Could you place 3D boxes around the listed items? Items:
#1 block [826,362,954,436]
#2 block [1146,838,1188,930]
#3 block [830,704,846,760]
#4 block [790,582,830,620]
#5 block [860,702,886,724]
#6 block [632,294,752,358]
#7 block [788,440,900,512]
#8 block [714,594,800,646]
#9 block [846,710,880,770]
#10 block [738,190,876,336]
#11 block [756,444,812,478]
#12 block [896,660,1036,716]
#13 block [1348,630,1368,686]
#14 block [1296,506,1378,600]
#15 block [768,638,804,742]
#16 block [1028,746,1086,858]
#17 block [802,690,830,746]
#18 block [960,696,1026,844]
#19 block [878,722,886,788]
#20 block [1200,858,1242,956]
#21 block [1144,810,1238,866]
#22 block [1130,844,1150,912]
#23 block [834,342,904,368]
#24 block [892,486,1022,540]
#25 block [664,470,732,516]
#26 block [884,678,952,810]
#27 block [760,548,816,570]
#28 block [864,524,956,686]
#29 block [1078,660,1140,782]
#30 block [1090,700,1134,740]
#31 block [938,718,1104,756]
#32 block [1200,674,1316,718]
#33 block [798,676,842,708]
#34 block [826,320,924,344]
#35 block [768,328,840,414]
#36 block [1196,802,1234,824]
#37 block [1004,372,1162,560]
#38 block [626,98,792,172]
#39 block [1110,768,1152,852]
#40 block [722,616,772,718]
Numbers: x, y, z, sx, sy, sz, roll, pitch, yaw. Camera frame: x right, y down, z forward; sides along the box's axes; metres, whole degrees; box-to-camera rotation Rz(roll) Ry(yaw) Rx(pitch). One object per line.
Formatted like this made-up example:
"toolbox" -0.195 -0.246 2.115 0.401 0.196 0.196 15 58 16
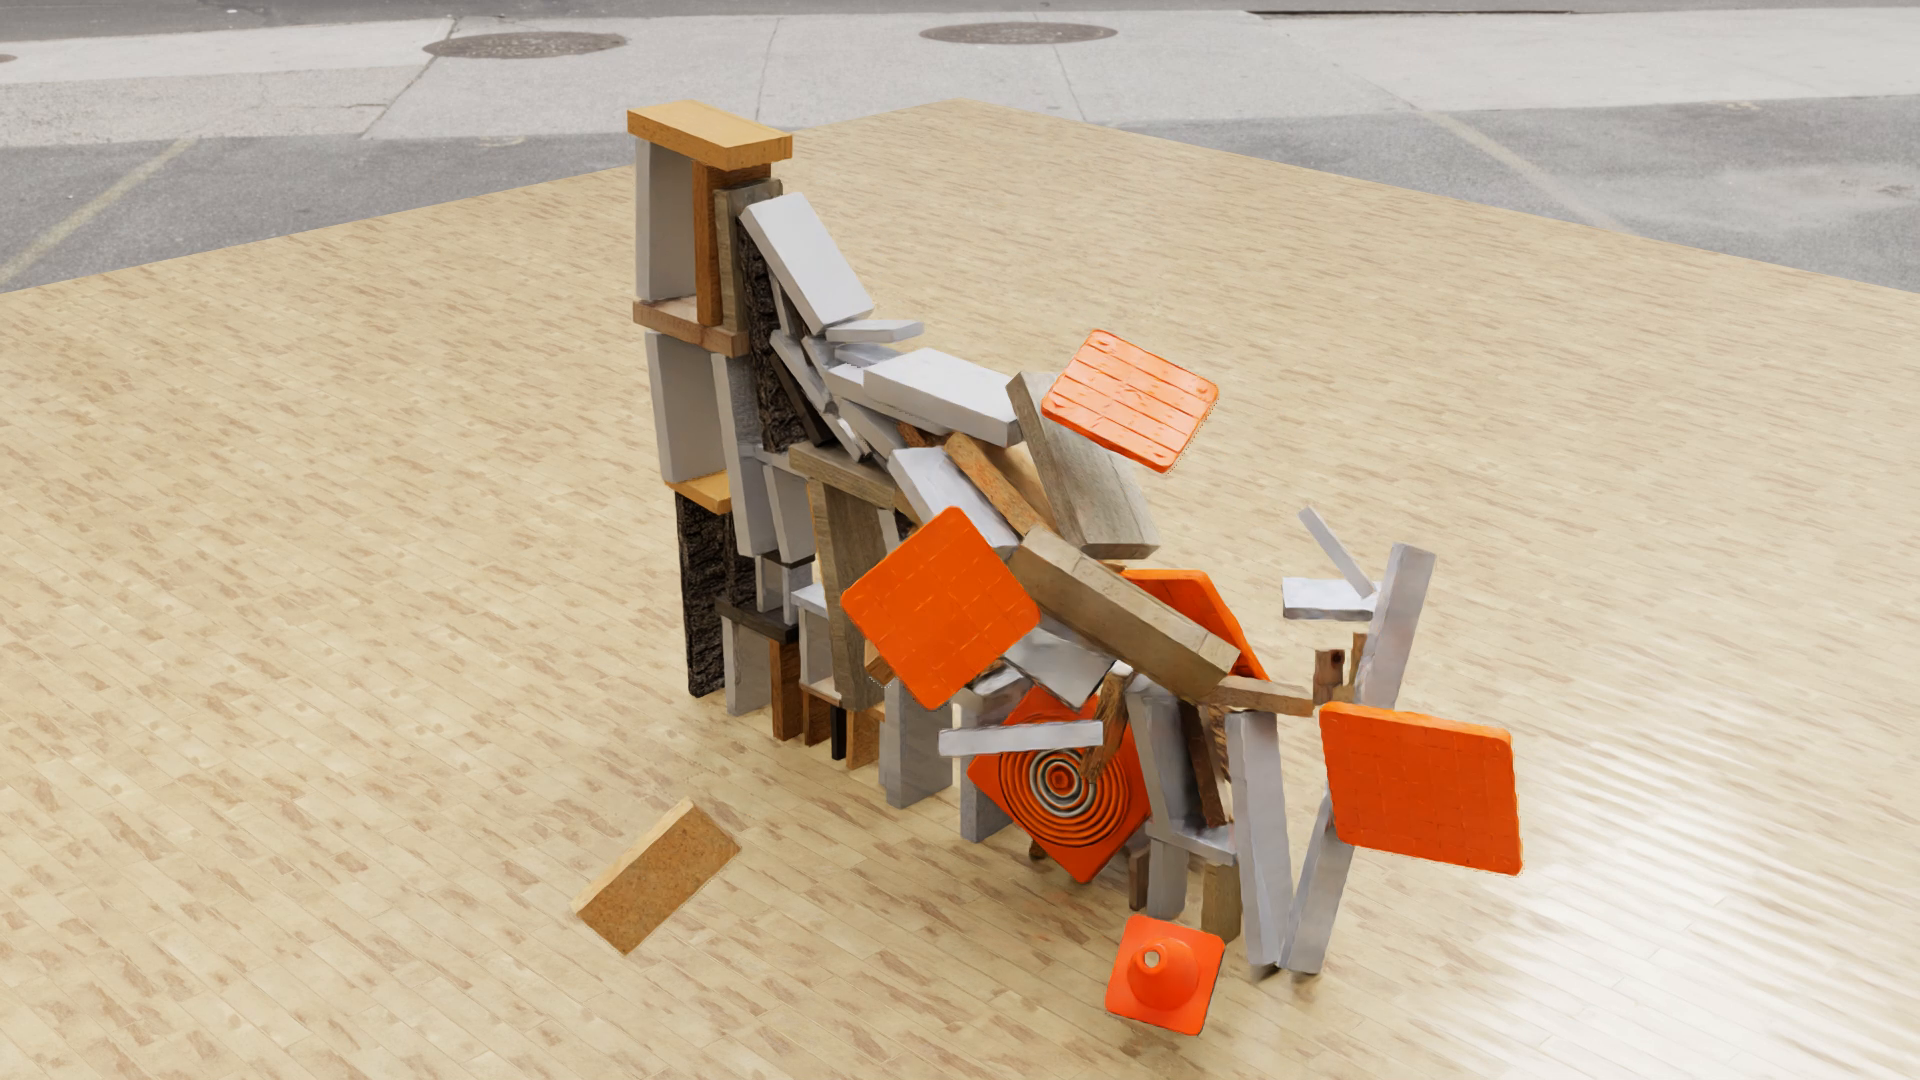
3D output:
"block" -0.096 -0.282 4.180 0.298 0.042 0.149 23 35 36
"block" 0.385 0.618 4.065 0.026 0.186 0.093 18 29 34
"block" -0.243 0.396 4.659 0.019 0.131 0.066 21 31 41
"block" -0.270 0.132 4.575 0.079 0.022 0.158 -21 31 -40
"block" -0.167 0.338 4.550 0.075 0.021 0.150 -21 31 -40
"block" -0.516 -0.457 4.577 0.326 0.046 0.163 22 32 40
"block" -0.176 -0.141 4.345 0.159 0.045 0.319 -20 31 -39
"block" -0.408 0.158 4.739 0.118 0.034 0.237 -21 31 -41
"block" -0.204 0.402 4.619 0.075 0.150 0.021 -21 34 -41
"block" -0.299 -0.545 4.319 0.143 0.040 0.285 -24 77 -41
"block" -0.313 -0.167 4.503 0.104 0.029 0.207 -21 31 -40
"block" -0.011 0.255 4.341 0.299 0.042 0.149 21 31 40
"block" 0.715 0.211 3.894 0.050 0.101 0.014 -4 13 -38
"block" 0.645 0.021 3.755 0.026 0.183 0.091 -38 -8 11
"block" -0.351 0.304 4.740 0.034 0.237 0.118 21 31 41
"block" 0.206 0.494 4.291 0.034 0.242 0.121 25 27 2
"block" -0.305 0.372 4.716 0.066 0.131 0.019 -21 31 -41
"block" 0.066 0.436 4.351 0.042 0.299 0.149 19 30 37
"block" -0.133 0.430 4.553 0.075 0.150 0.021 -21 34 -41
"block" 0.477 0.650 3.989 0.026 0.186 0.093 18 29 37
"block" 0.439 0.533 3.993 0.186 0.026 0.093 17 28 34
"block" 0.343 0.632 4.119 0.017 0.117 0.058 21 33 40
"block" -0.165 -0.352 4.240 0.074 0.021 0.148 -24 34 -39
"block" 0.038 -0.027 4.137 0.158 0.045 0.317 -22 45 -38
"block" -0.528 -0.115 4.712 0.114 0.032 0.228 -17 28 -33
"block" -0.083 0.385 4.472 0.042 0.299 0.149 21 31 41
"block" -0.375 0.025 4.643 0.067 0.019 0.133 -21 31 -40
"block" -0.085 0.100 3.879 0.174 0.049 0.347 -41 21 19
"block" 0.273 0.309 3.935 0.033 0.234 0.117 25 37 16
"block" 0.373 0.356 4.254 0.242 0.034 0.121 7 12 1
"block" 0.101 0.328 3.652 0.267 0.038 0.134 -4 -2 1
"block" 0.511 0.274 3.956 0.234 0.033 0.117 9 9 -4
"block" -0.275 0.315 4.658 0.066 0.019 0.131 -21 31 -40
"block" -0.164 -0.402 4.235 0.177 0.025 0.089 6 19 41
"block" -0.282 -0.344 4.384 0.105 0.030 0.210 -15 57 -37
"block" 0.513 0.556 4.300 0.017 0.058 0.117 -4 52 -53
"block" 0.216 -0.131 3.857 0.176 0.050 0.352 1 58 -38
"block" -0.508 -0.822 4.448 0.166 0.047 0.332 -20 34 -39
"block" 0.386 0.492 4.296 0.034 0.242 0.121 23 1 -32
"block" -0.463 0.261 4.843 0.034 0.237 0.118 21 31 41
